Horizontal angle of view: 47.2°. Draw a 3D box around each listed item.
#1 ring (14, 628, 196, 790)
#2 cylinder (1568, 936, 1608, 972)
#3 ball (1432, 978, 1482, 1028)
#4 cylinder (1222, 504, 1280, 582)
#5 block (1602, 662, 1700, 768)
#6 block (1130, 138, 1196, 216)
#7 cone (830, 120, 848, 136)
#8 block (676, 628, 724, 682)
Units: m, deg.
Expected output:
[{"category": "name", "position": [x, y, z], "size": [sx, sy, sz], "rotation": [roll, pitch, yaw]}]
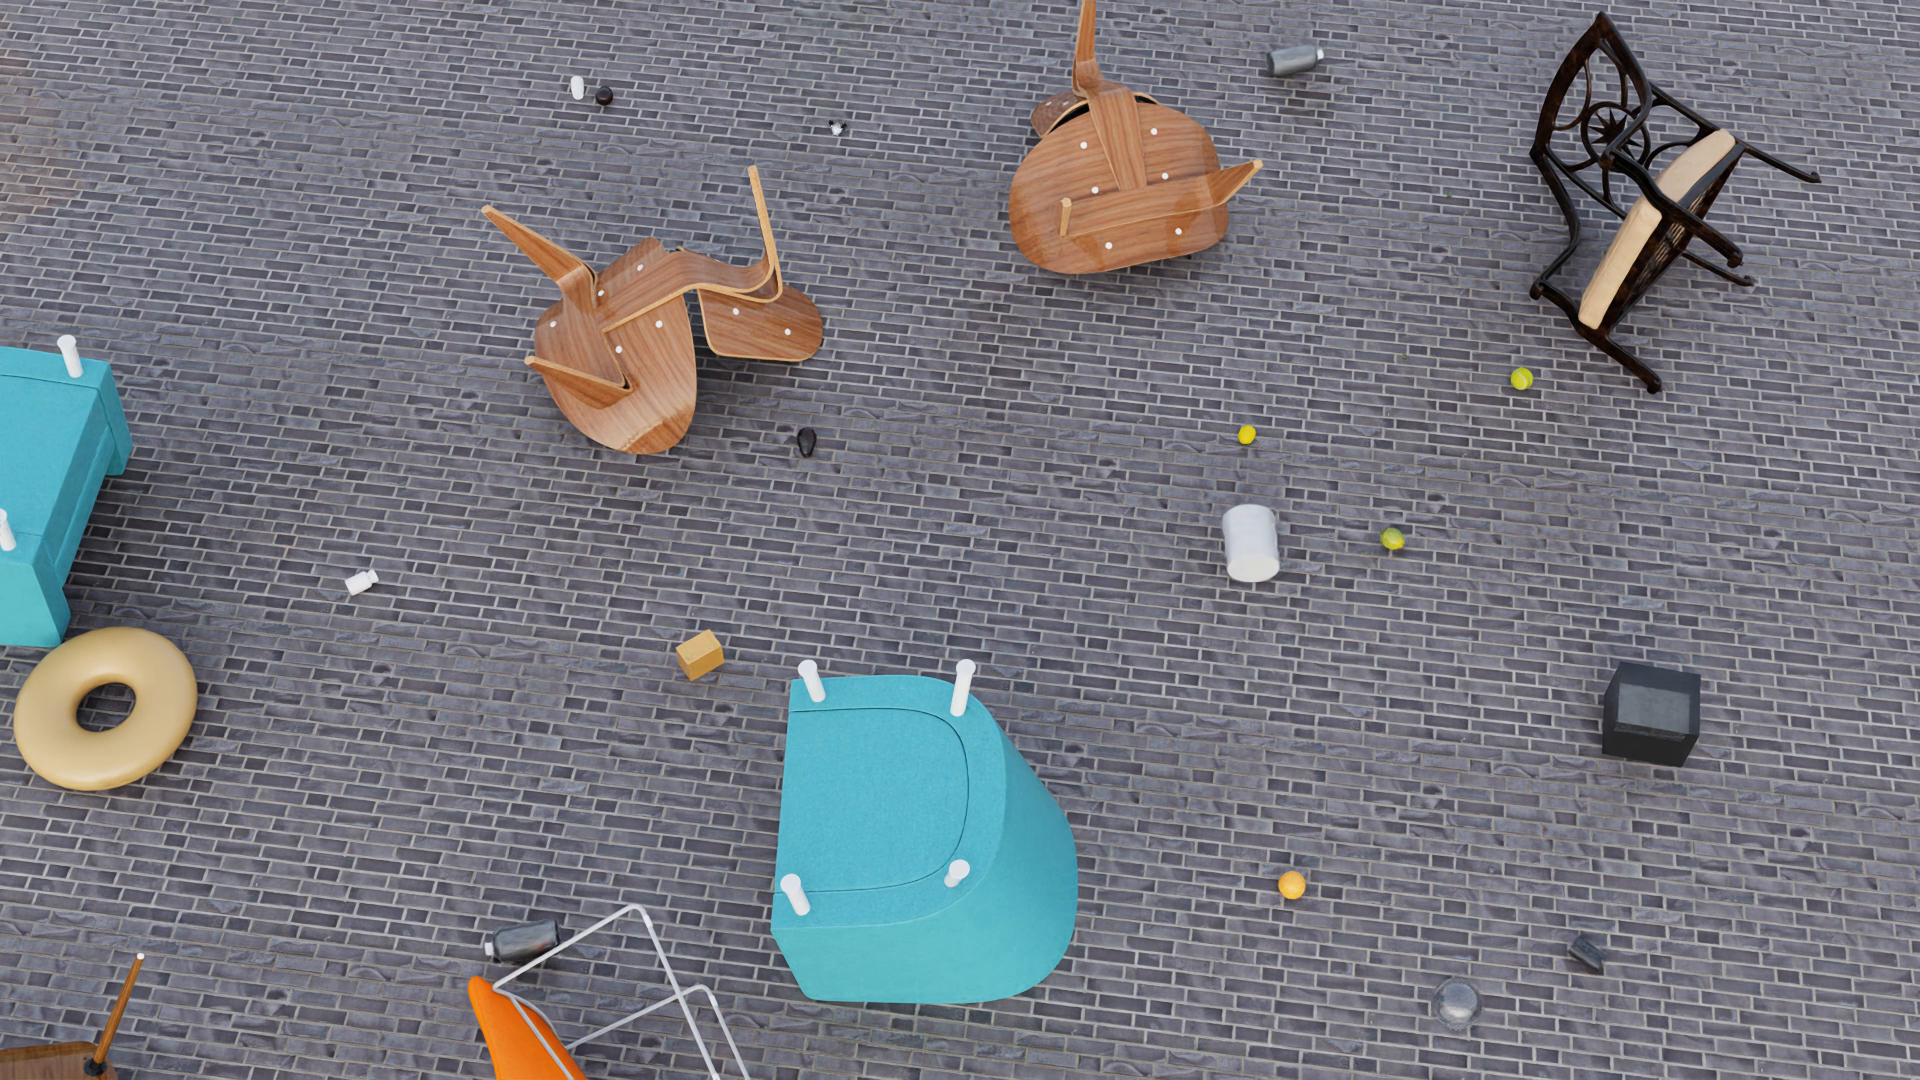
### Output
[{"category": "ring", "position": [-2.402, 0.470, 6.186], "size": [0.506, 0.125, 0.522], "rotation": [-16, 57, -10]}, {"category": "cylinder", "position": [1.658, 1.093, 5.811], "size": [0.087, 0.049, 0.057], "rotation": [35, 63, 21]}, {"category": "ball", "position": [1.287, 1.199, 5.692], "size": [0.127, 0.127, 0.127], "rotation": [0, 56, 0]}, {"category": "cylinder", "position": [0.858, 0.009, 6.477], "size": [0.155, 0.150, 0.175], "rotation": [17, 52, -25]}, {"category": "block", "position": [1.928, 0.487, 6.137], "size": [0.219, 0.183, 0.197], "rotation": [10, 57, 6]}, {"category": "block", "position": [0.675, -1.205, 7.315], "size": [0.153, 0.111, 0.209], "rotation": [19, 58, 12]}, {"category": "cone", "position": [-0.422, -1.399, 7.499], "size": [0.068, 0.050, 0.047], "rotation": [22, 91, 9]}, {"category": "block", "position": [-0.744, 0.330, 6.296], "size": [0.111, 0.094, 0.069], "rotation": [-30, 61, -18]}]
